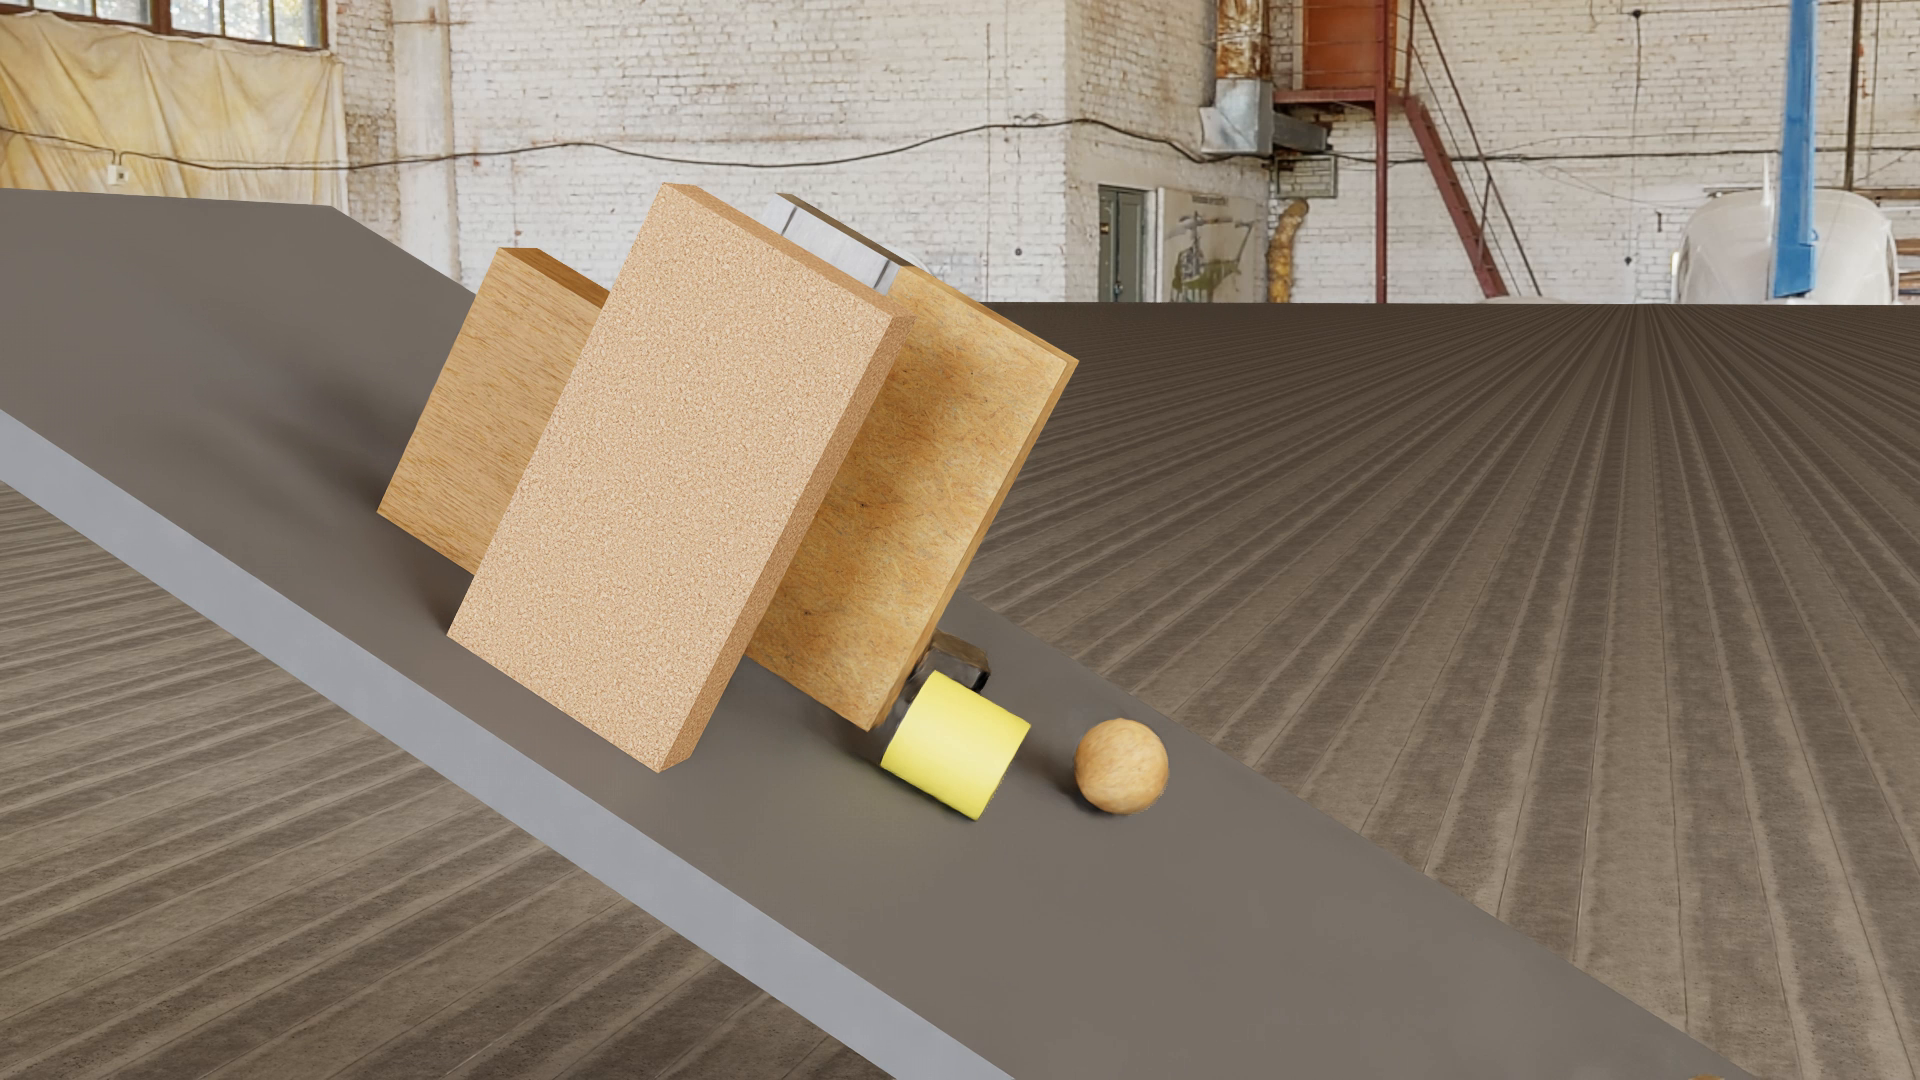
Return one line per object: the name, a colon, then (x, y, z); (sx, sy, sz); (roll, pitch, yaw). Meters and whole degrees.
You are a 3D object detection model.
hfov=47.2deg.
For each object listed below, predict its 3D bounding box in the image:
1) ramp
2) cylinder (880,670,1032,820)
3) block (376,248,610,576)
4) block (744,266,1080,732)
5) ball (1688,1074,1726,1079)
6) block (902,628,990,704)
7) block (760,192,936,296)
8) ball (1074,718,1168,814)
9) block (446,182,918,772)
ramp: (-0.206, 0.340, 4.139); (4.000, 0.100, 2.000); (31, 14, 11)
cylinder: (-0.007, 0.359, 3.846); (0.194, 0.194, 0.194); (29, 10, 4)
block: (-0.718, -0.185, 3.755); (0.355, 0.515, 0.138); (31, 14, 11)
block: (-0.122, -0.071, 3.961); (0.344, 0.766, 0.085); (31, 14, 11)
ball: (1.398, 1.071, 4.104); (0.144, 0.144, 0.144); (0, 7, 0)
block: (-0.028, 0.264, 4.280); (0.124, 0.124, 0.124); (25, 14, -11)
block: (-0.376, -0.418, 4.999); (0.396, 0.618, 0.113); (31, 14, 11)
ball: (0.308, 0.433, 4.206); (0.182, 0.182, 0.182); (0, 7, 0)
block: (-0.436, -0.093, 3.383); (0.411, 0.799, 0.120); (31, 14, 11)
